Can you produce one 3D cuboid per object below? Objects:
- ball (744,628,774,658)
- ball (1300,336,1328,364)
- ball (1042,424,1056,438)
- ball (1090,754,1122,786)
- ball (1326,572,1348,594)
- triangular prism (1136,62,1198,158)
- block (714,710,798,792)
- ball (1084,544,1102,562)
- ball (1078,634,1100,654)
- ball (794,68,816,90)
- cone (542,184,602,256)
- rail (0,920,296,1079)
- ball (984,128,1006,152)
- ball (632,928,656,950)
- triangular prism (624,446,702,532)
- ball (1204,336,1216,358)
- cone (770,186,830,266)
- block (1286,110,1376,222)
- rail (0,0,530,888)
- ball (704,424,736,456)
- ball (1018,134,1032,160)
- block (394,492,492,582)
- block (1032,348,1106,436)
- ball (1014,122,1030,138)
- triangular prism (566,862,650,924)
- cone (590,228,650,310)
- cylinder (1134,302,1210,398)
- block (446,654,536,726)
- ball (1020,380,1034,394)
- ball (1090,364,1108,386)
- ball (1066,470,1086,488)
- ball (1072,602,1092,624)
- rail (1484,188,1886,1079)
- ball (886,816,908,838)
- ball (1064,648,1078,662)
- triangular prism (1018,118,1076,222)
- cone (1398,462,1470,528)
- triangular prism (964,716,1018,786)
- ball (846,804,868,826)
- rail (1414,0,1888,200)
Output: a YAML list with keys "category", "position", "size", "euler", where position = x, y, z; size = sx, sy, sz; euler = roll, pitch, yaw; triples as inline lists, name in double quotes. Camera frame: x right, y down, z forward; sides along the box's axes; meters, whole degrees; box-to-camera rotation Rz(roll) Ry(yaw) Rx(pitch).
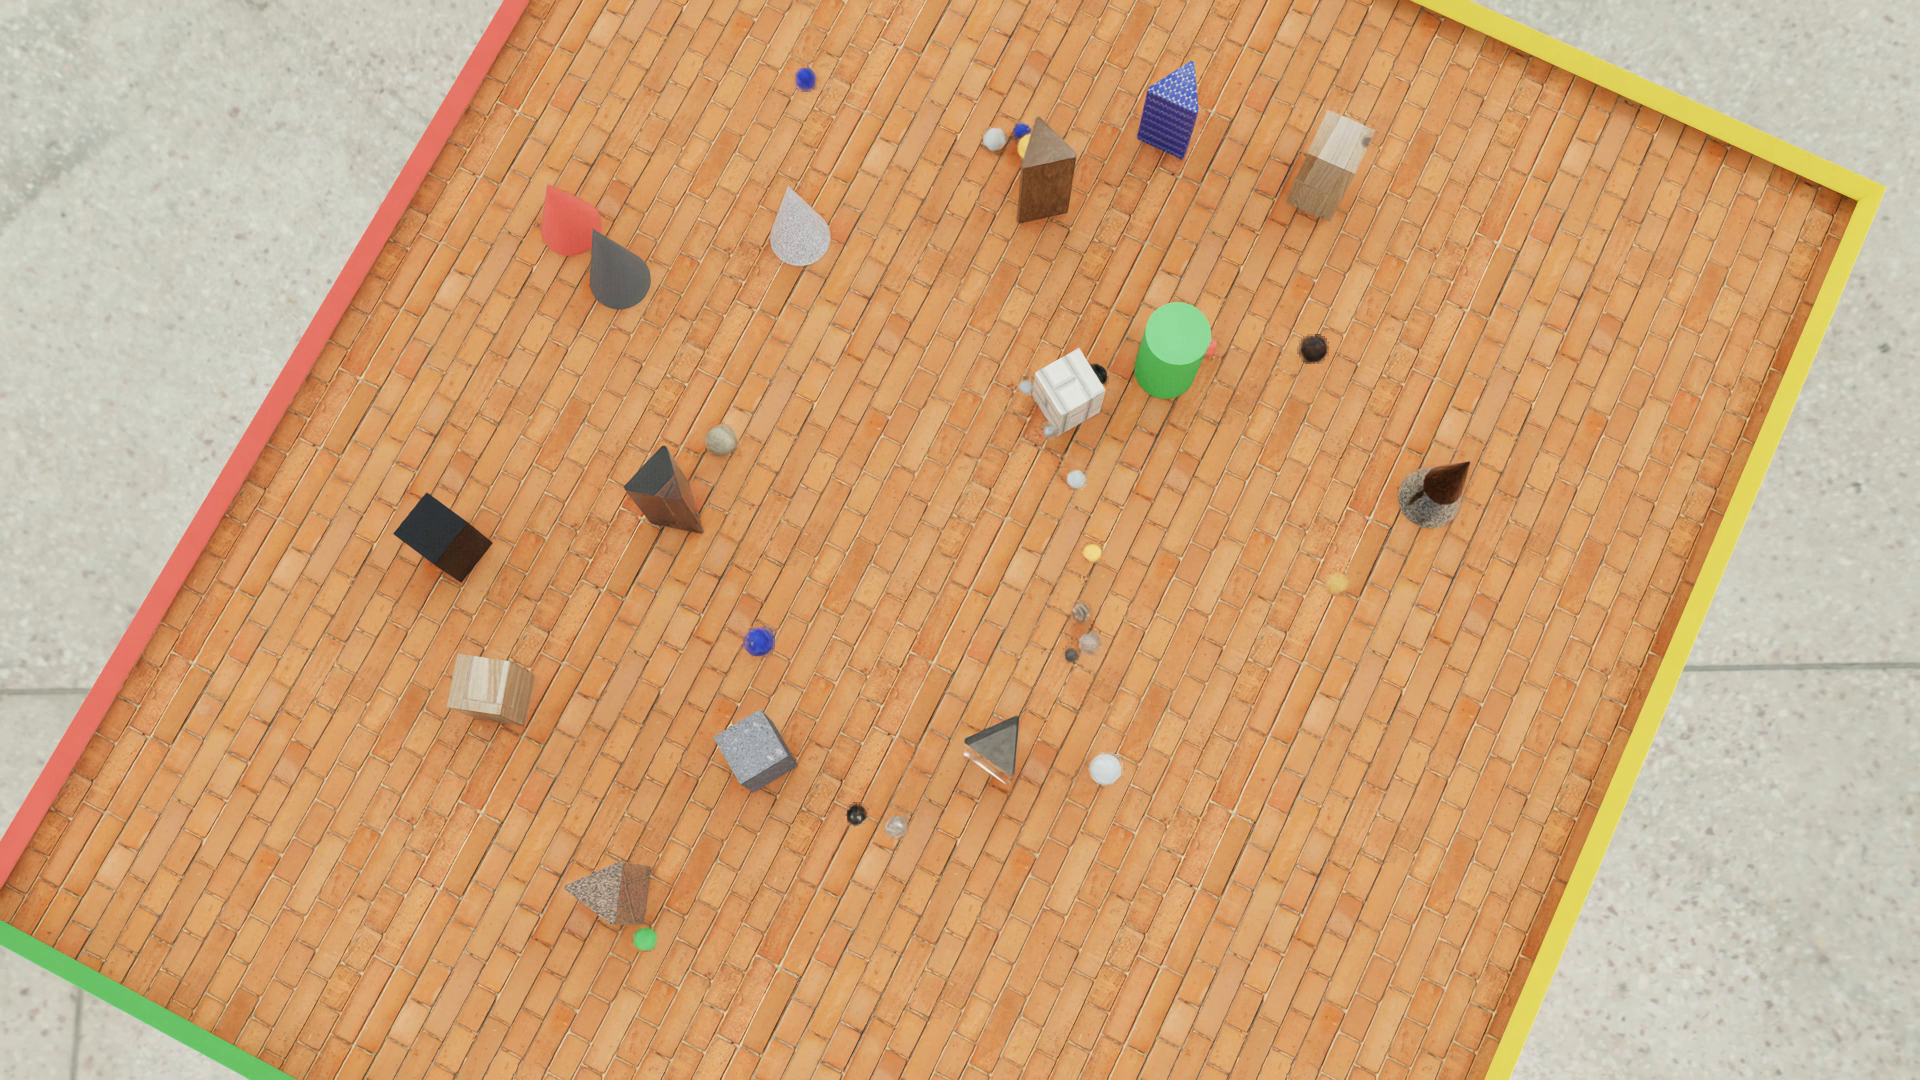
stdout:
- category: "ball"
  position: [-0.606, 0.307, 5.507]
  size: [0.090, 0.090, 0.090]
  euler: [0, 78, 0]
- category: "ball"
  position: [1.099, -0.592, 5.696]
  size: [0.084, 0.084, 0.084]
  euler: [0, 78, 0]
- category: "ball"
  position: [0.274, -0.336, 5.629]
  size: [0.044, 0.044, 0.044]
  euler: [0, 78, 0]
- category: "ball"
  position: [0.430, 0.680, 5.428]
  size: [0.094, 0.094, 0.094]
  euler: [0, 78, 0]
- category: "ball"
  position: [1.144, 0.131, 5.555]
  size: [0.067, 0.067, 0.067]
  euler: [0, 78, 0]
- category: "triangular prism"
  position: [0.675, -1.355, 5.719]
  size: [0.167, 0.348, 0.145]
  euler: [26, 80, 5]
- category: "block"
  position: [-0.589, 0.615, 5.317]
  size: [0.154, 0.338, 0.154]
  euler: [-30, 80, -6]
- category: "ball"
  position: [0.404, 0.039, 5.580]
  size: [0.055, 0.055, 0.055]
  euler: [0, 78, 0]
- category: "ball"
  position: [0.391, 0.313, 5.518]
  size: [0.065, 0.065, 0.065]
  euler: [0, 78, 0]
- category: "ball"
  position: [-0.496, -1.483, 5.888]
  size: [0.069, 0.069, 0.069]
  euler: [0, 78, 0]
- category: "cone"
  position: [-1.235, -1.030, 5.652]
  size: [0.193, 0.348, 0.193]
  euler: [0, 78, 0]
- category: "rail"
  position: [-1.016, 1.996, 5.139]
  size: [4.173, 0.125, 0.045]
  euler: [26, 80, 5]
- category: "ball"
  position: [0.111, -1.278, 5.843]
  size: [0.074, 0.074, 0.074]
  euler: [0, 78, 0]
- category: "ball"
  position: [-0.920, 1.163, 5.342]
  size: [0.067, 0.067, 0.067]
  euler: [0, 78, 0]
- category: "triangular prism"
  position: [-0.854, -0.153, 5.416]
  size: [0.167, 0.455, 0.145]
  euler: [11, 79, 2]
- category: "ball"
  position: [0.760, -0.602, 5.699]
  size: [0.074, 0.074, 0.074]
  euler: [0, 78, 0]
- category: "cone"
  position: [-0.507, -1.004, 5.609]
  size: [0.193, 0.421, 0.193]
  euler: [0, 78, 0]
- category: "block"
  position: [1.140, -1.151, 5.660]
  size: [0.154, 0.382, 0.154]
  euler: [25, 79, 5]
- category: "rail"
  position: [-1.845, -0.897, 5.737]
  size: [0.045, 0.125, 4.589]
  euler: [26, 80, 5]
- category: "ball"
  position: [-0.735, -0.305, 5.631]
  size: [0.096, 0.096, 0.096]
  euler: [0, 78, 0]
- category: "ball"
  position: [0.229, -1.247, 5.828]
  size: [0.092, 0.092, 0.092]
  euler: [0, 78, 0]
- category: "block"
  position: [-1.538, -0.005, 5.467]
  size: [0.154, 0.295, 0.154]
  euler: [35, 81, 7]
- category: "block"
  position: [0.329, -0.449, 5.587]
  size: [0.154, 0.239, 0.154]
  euler: [-30, 80, -6]
- category: "ball"
  position: [0.199, -1.308, 5.861]
  size: [0.051, 0.051, 0.051]
  euler: [0, 78, 0]
- category: "triangular prism"
  position: [-0.957, 0.975, 5.177]
  size: [0.167, 0.466, 0.145]
  euler: [35, 80, 7]
- category: "cone"
  position: [-1.072, -0.865, 5.568]
  size: [0.193, 0.445, 0.193]
  euler: [0, 78, 0]
- category: "cylinder"
  position: [0.640, -0.570, 5.553]
  size: [0.193, 0.356, 0.193]
  euler: [0, 78, 0]
- category: "block"
  position: [-1.370, 0.442, 5.367]
  size: [0.154, 0.310, 0.154]
  euler: [8, 78, 2]
- category: "ball"
  position: [0.207, -0.474, 5.685]
  size: [0.047, 0.047, 0.047]
  euler: [0, 78, 0]
- category: "ball"
  position: [0.419, -0.506, 5.674]
  size: [0.075, 0.075, 0.075]
  euler: [0, 78, 0]
- category: "ball"
  position: [0.357, -0.187, 5.625]
  size: [0.060, 0.060, 0.060]
  euler: [0, 78, 0]
- category: "ball"
  position: [0.367, 0.221, 5.540]
  size: [0.061, 0.061, 0.061]
  euler: [0, 78, 0]
- category: "rail"
  position: [1.845, 0.910, 5.363]
  size: [0.045, 0.125, 4.589]
  euler: [26, 80, 5]
- category: "ball"
  position: [-0.187, 0.845, 5.408]
  size: [0.065, 0.065, 0.065]
  euler: [0, 78, 0]
- category: "ball"
  position: [0.336, 0.347, 5.524]
  size: [0.042, 0.042, 0.042]
  euler: [0, 78, 0]
- category: "triangular prism"
  position: [0.247, -1.140, 5.629]
  size: [0.167, 0.438, 0.145]
  euler: [-13, 79, -3]
- category: "cone"
  position: [1.446, -0.177, 5.415]
  size: [0.193, 0.465, 0.193]
  euler: [0, 78, 0]
- category: "triangular prism"
  position: [0.121, 0.588, 5.300]
  size: [0.167, 0.381, 0.145]
  euler: [35, 80, 7]
- category: "ball"
  position: [-0.305, 0.813, 5.416]
  size: [0.062, 0.062, 0.062]
  euler: [0, 78, 0]
- category: "rail"
  position: [1.016, -1.982, 5.962]
  size: [4.173, 0.125, 0.045]
  euler: [26, 80, 5]
